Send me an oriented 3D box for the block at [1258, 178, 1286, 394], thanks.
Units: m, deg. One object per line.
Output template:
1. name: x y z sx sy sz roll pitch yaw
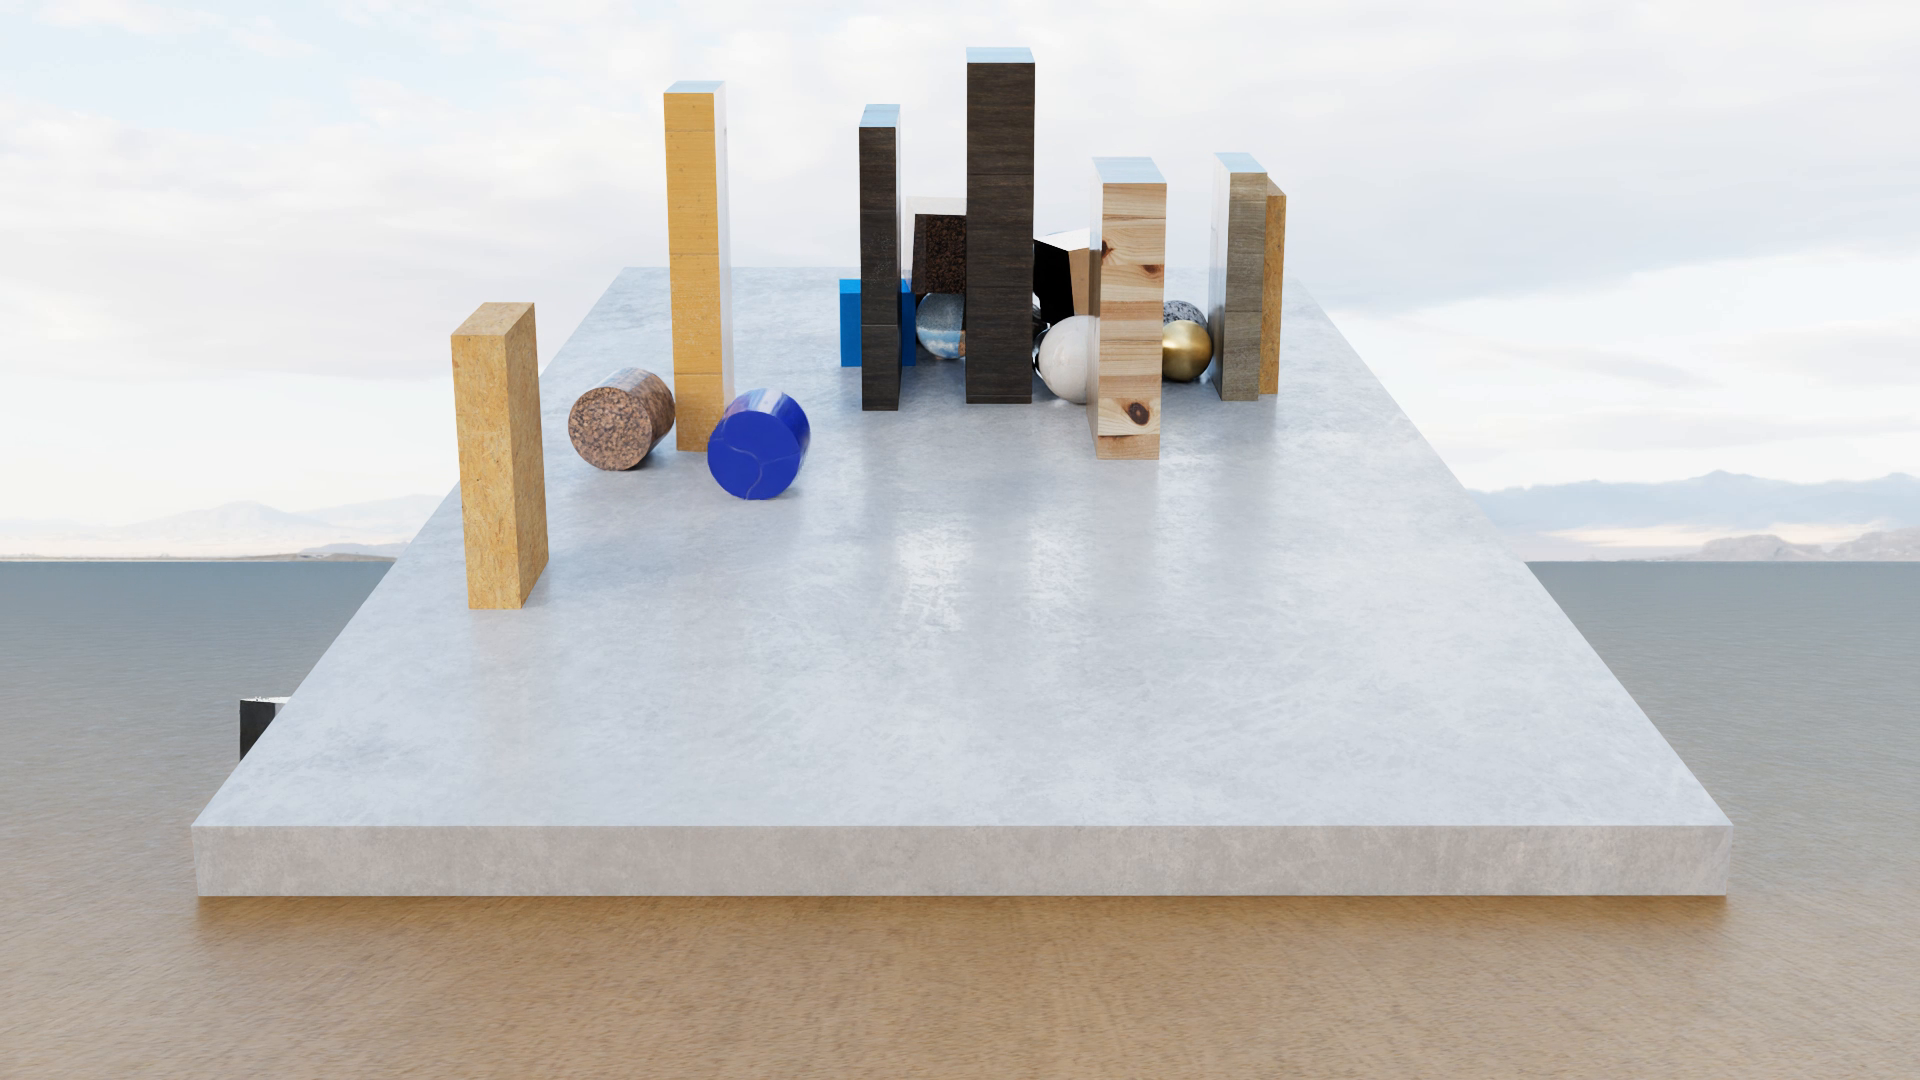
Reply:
1. block: 0.695 -0.616 5.279 0.081 0.459 0.397 0 17 0

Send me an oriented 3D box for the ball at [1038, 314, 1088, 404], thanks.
1. ball: 0.277 -0.409 5.047 0.201 0.201 0.201 0 0 0

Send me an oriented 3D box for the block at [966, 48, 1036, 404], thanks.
1. block: 0.088 -0.731 5.134 0.149 0.762 0.384 0 17 0

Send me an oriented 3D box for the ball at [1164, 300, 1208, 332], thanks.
1. ball: 0.525 -0.503 5.418 0.160 0.160 0.160 0 0 0

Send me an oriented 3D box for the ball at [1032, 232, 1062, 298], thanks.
1. ball: 0.249 -0.655 5.390 0.183 0.183 0.183 0 0 0

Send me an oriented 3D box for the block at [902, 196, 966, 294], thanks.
1. block: -0.030 -0.721 5.441 0.194 0.194 0.194 1 21 -8

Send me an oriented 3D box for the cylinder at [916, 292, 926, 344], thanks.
1. cylinder: -0.136 -0.583 5.660 0.165 0.165 0.165 2 0 5

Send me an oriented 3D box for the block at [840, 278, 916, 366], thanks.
1. block: -0.204 -0.536 5.485 0.181 0.181 0.181 -1 17 -4

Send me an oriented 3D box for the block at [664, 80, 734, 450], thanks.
1. block: -0.543 -0.576 4.673 0.101 0.740 0.242 0 17 0

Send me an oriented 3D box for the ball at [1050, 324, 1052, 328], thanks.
1. ball: 0.292 -0.509 5.456 0.149 0.149 0.149 0 0 0

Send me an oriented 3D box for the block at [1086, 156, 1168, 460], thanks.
1. block: 0.348 -0.498 4.709 0.128 0.571 0.393 0 17 0

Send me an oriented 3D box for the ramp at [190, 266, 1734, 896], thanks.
1. ramp: -0.003 -0.178 4.811 2.000 0.100 4.000 0 17 0

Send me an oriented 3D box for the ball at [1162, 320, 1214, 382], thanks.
1. ball: 0.526 -0.448 5.266 0.144 0.144 0.144 0 0 0

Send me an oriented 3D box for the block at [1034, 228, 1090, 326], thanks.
1. block: 0.311 -0.612 5.215 0.199 0.199 0.199 -13 20 -19

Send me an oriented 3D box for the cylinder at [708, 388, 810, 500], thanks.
1. cylinder: -0.394 -0.189 4.376 0.180 0.180 0.180 0 17 3

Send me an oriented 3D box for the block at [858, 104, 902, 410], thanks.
1. block: -0.180 -0.658 5.118 0.081 0.631 0.445 0 17 0

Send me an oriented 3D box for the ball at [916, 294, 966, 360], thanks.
1. ball: -0.023 -0.535 5.483 0.181 0.181 0.181 0 0 0

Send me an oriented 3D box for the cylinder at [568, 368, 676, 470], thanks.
1. cylinder: -0.693 -0.250 4.576 0.176 0.176 0.176 0 17 9

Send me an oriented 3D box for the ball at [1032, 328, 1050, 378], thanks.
1. ball: 0.229 -0.434 5.239 0.134 0.134 0.134 0 0 0

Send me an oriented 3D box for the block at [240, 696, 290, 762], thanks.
1. block: -1.241 0.388 4.223 0.172 0.172 0.172 0 -1 41

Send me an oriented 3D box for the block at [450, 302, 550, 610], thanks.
1. block: -0.773 -0.146 3.760 0.087 0.464 0.269 0 17 0

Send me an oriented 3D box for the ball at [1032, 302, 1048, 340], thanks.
1. ball: 0.142 -0.518 5.480 0.150 0.150 0.150 0 0 0

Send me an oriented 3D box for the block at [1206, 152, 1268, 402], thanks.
1. block: 0.640 -0.616 5.172 0.084 0.521 0.334 0 17 0
